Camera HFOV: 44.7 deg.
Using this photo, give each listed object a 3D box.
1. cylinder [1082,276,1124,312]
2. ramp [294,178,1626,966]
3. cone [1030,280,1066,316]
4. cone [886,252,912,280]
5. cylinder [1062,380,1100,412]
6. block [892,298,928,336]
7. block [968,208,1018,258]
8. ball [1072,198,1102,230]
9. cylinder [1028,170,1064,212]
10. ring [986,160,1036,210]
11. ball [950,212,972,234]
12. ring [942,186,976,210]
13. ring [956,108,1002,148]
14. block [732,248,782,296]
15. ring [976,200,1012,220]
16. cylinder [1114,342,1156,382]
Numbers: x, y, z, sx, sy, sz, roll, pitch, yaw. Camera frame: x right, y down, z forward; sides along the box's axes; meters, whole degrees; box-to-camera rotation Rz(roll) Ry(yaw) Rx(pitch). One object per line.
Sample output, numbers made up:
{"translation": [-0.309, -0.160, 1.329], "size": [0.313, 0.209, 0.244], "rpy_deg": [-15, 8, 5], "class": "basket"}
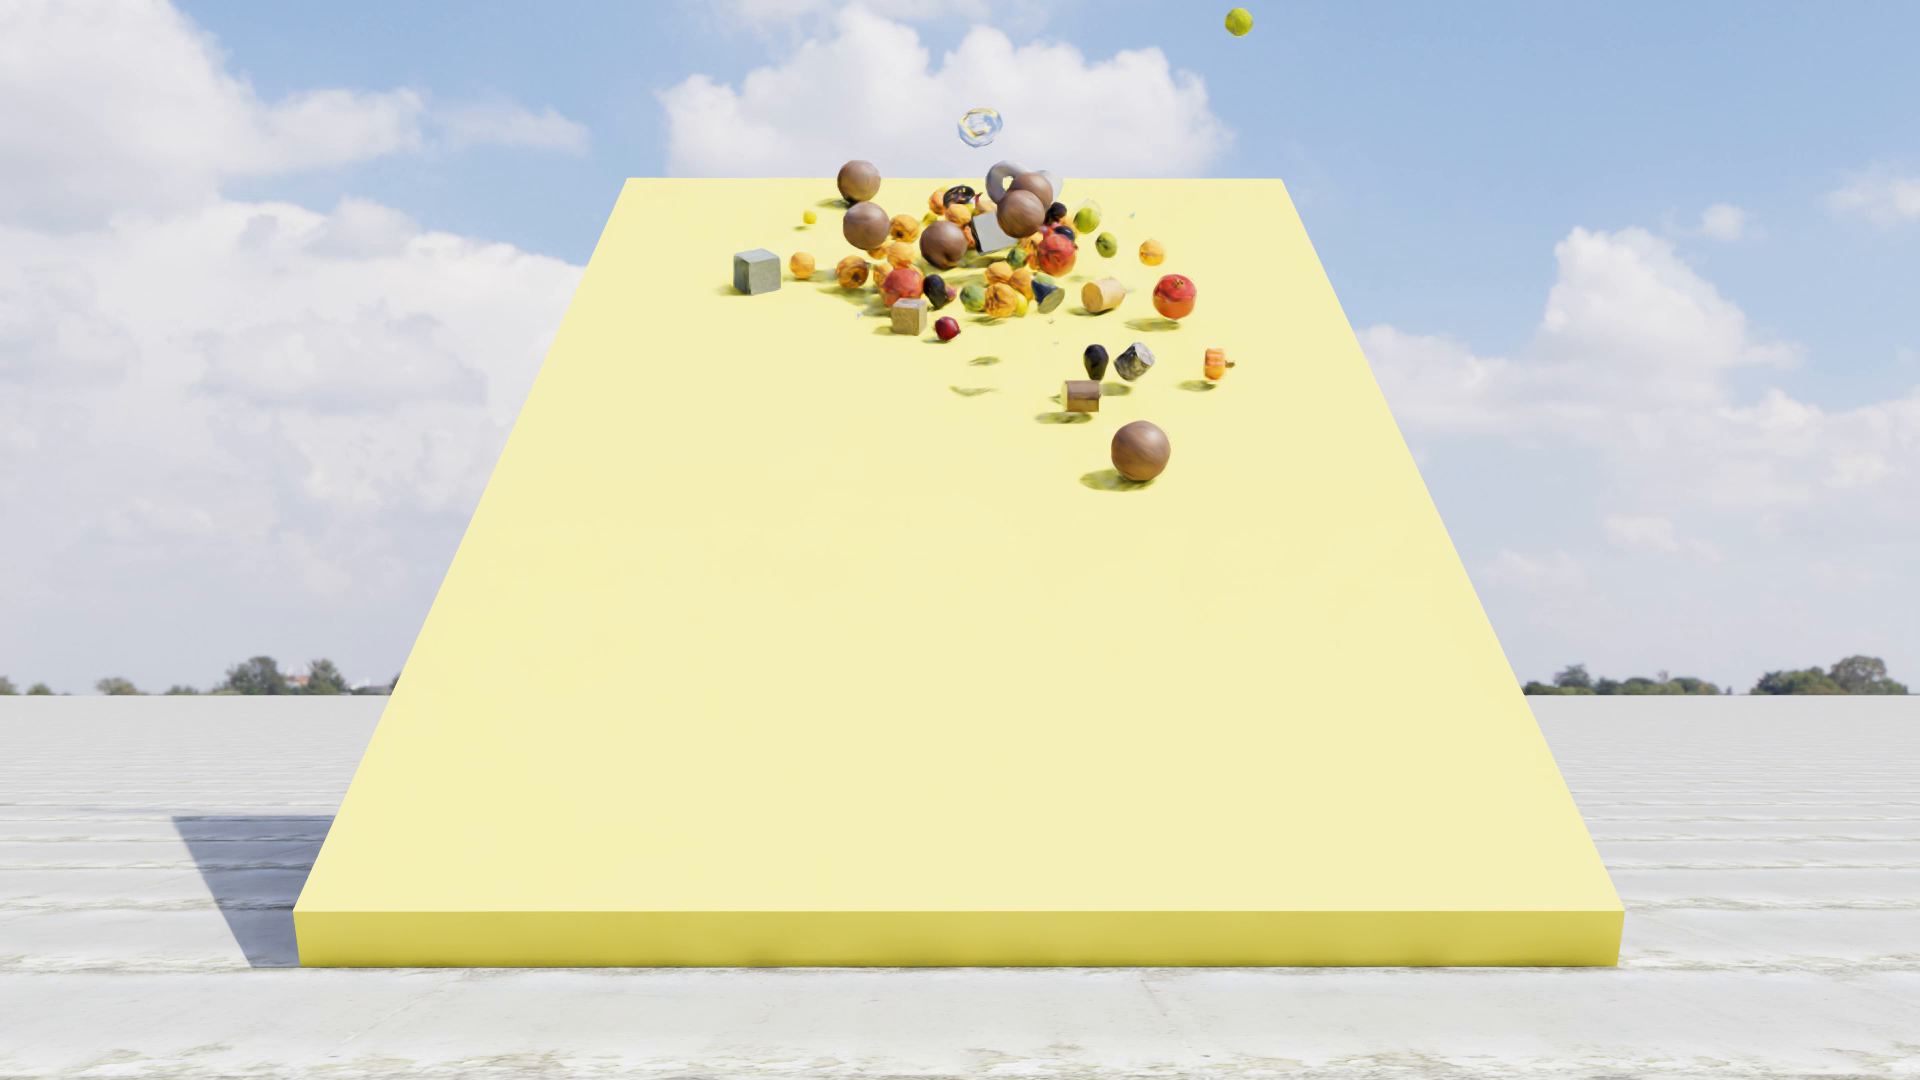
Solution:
{"translation": [0.367, -0.631, 6.008], "size": [0.079, 0.079, 0.079], "rpy_deg": [-19, 9, -39], "class": "cylinder"}
{"translation": [-0.009, -0.229, 5.345], "size": [2.000, 0.100, 4.000], "rpy_deg": [0, 25, 0], "class": "ramp"}
{"translation": [0.189, -0.580, 5.422], "size": [0.081, 0.081, 0.081], "rpy_deg": [-34, -25, -18], "class": "cone"}
{"translation": [-0.152, -0.732, 6.282], "size": [0.077, 0.077, 0.077], "rpy_deg": [-1, -3, 16], "class": "cone"}
{"translation": [0.275, -0.328, 5.318], "size": [0.076, 0.076, 0.076], "rpy_deg": [-1, -4, -7], "class": "cylinder"}
{"translation": [-0.126, -0.561, 5.865], "size": [0.071, 0.071, 0.071], "rpy_deg": [7, 25, 14], "class": "block"}
{"translation": [0.089, -0.839, 6.366], "size": [0.100, 0.100, 0.100], "rpy_deg": [-17, 2, -6], "class": "block"}
{"translation": [0.363, -0.929, 6.654], "size": [0.086, 0.086, 0.086], "rpy_deg": [0, -4, 0], "class": "ball"}
{"translation": [0.247, -1.018, 6.802], "size": [0.087, 0.087, 0.087], "rpy_deg": [22, -18, 7], "class": "cylinder"}
{"translation": [0.143, -1.011, 6.641], "size": [0.146, 0.146, 0.049], "rpy_deg": [-1, 24, 15], "class": "ring"}
{"translation": [0.004, -0.891, 6.569], "size": [0.060, 0.060, 0.060], "rpy_deg": [0, -4, 0], "class": "ball"}
{"translation": [-0.003, -0.970, 6.610], "size": [0.098, 0.033, 0.098], "rpy_deg": [-13, -23, -6], "class": "ring"}
{"translation": [0.050, -1.059, 5.989], "size": [0.123, 0.123, 0.041], "rpy_deg": [-1, -33, 19], "class": "ring"}
{"translation": [-0.536, -0.707, 6.158], "size": [0.091, 0.091, 0.091], "rpy_deg": [-15, 29, -30], "class": "block"}
{"translation": [0.096, -0.919, 6.579], "size": [0.117, 0.039, 0.117], "rpy_deg": [27, 20, -11], "class": "ring"}
{"translation": [0.410, -0.417, 5.482], "size": [0.070, 0.070, 0.070], "rpy_deg": [-40, -27, 31], "class": "cylinder"}
